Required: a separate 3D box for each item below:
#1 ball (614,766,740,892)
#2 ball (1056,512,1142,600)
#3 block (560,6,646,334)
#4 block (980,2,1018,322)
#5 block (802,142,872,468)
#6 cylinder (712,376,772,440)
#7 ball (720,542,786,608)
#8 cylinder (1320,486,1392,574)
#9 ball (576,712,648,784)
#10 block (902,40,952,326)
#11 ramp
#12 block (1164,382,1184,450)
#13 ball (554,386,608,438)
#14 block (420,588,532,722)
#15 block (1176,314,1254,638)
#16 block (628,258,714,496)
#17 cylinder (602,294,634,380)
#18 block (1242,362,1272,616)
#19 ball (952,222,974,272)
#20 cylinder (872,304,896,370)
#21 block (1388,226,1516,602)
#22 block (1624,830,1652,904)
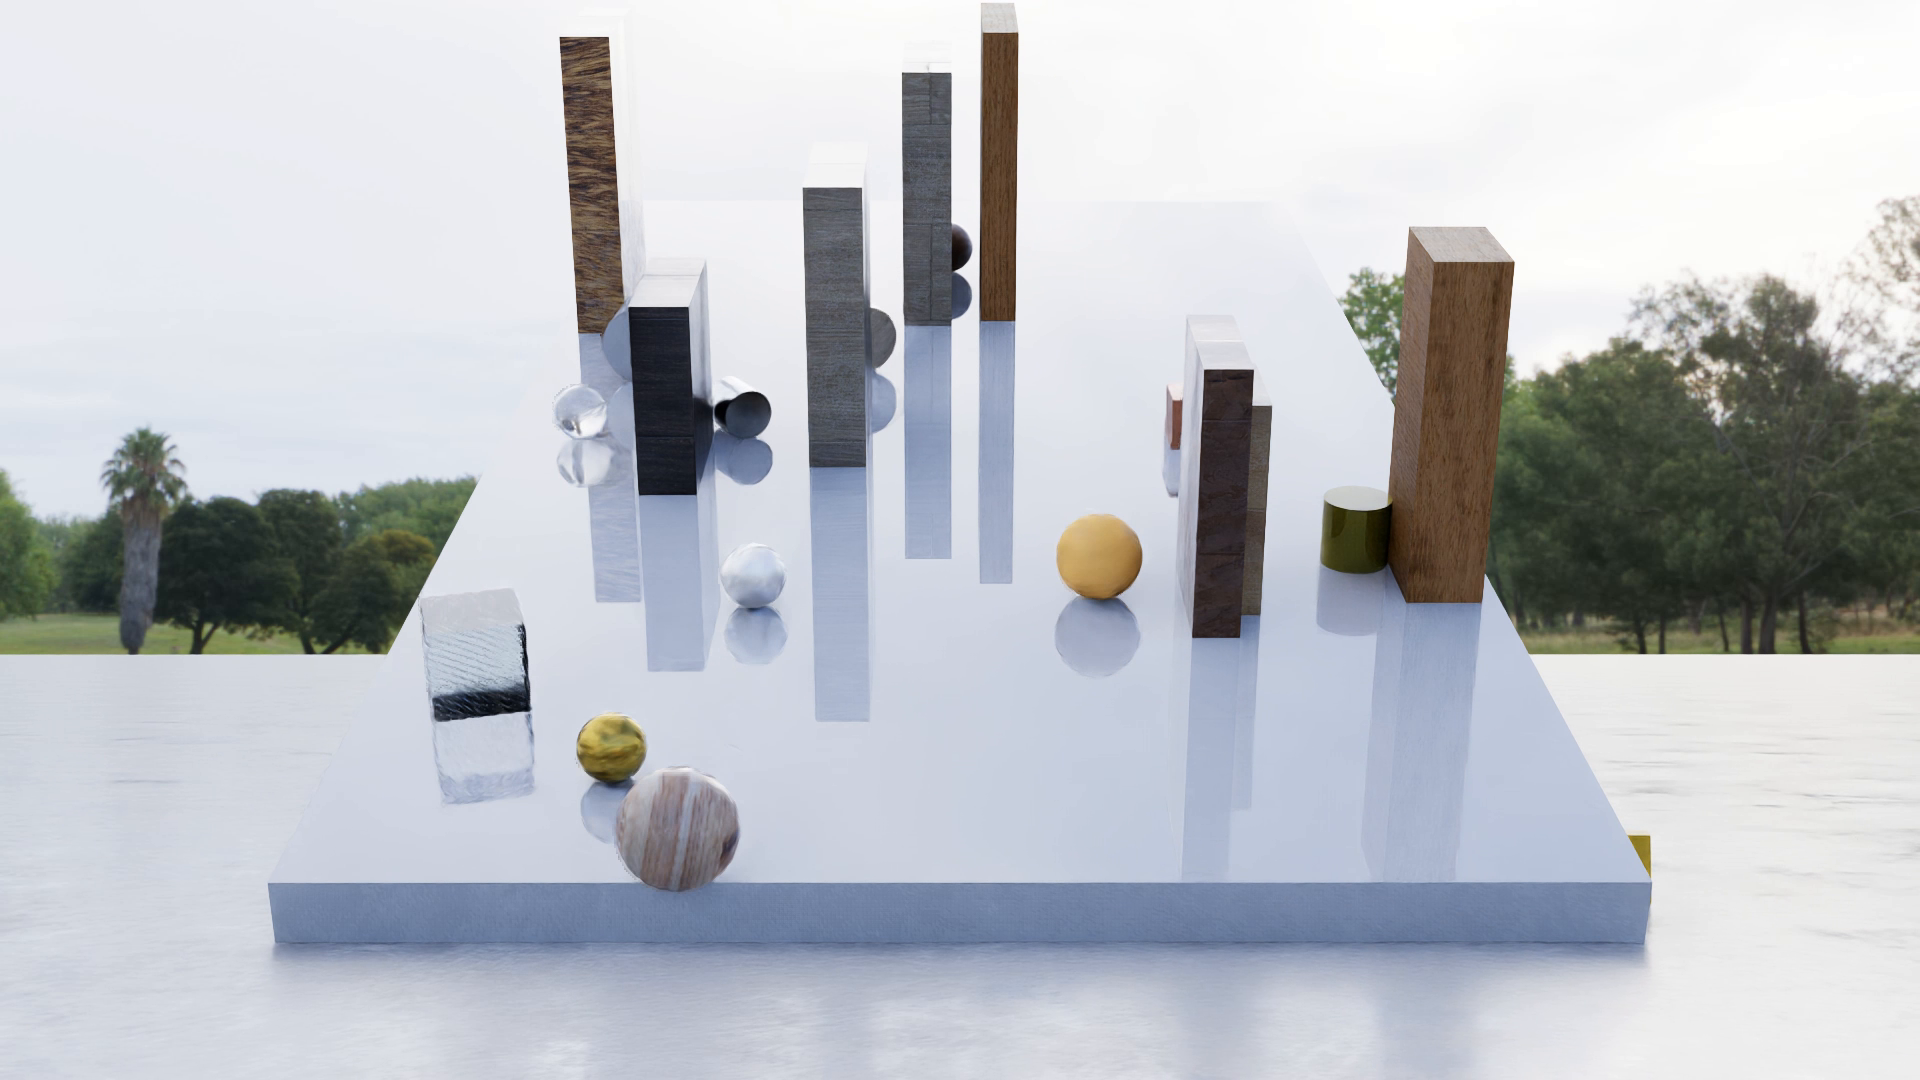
[{"bbox_3d":[-0.403,0.412,3.288,0.178,0.178,0.178,0,-3,0],"label":"ball"},{"bbox_3d":[0.256,0.030,4.241,0.160,0.160,0.160,0,-3,0],"label":"ball"},{"bbox_3d":[-0.897,-0.943,5.833,0.120,0.738,0.442,0,22,0],"label":"block"},{"bbox_3d":[0.098,-0.979,5.934,0.088,0.730,0.436,0,22,0],"label":"block"},{"bbox_3d":[-0.260,-0.513,4.969,0.122,0.606,0.412,0,22,0],"label":"block"},{"bbox_3d":[-0.489,-0.291,5.079,0.111,0.111,0.111,2,19,-32],"label":"cylinder"},{"bbox_3d":[-0.377,0.065,4.207,0.119,0.119,0.119,0,-3,0],"label":"ball"},{"bbox_3d":[0.757,-0.020,4.404,0.130,0.130,0.130,0,22,0],"label":"cylinder"},{"bbox_3d":[-0.543,0.323,3.592,0.111,0.111,0.111,0,-3,0],"label":"ball"},{"bbox_3d":[-0.082,-0.922,5.913,0.122,0.641,0.435,0,22,0],"label":"block"},{"bbox_3d":[-0.007,-0.223,5.192,2.000,0.100,4.000,0,22,0],"label":"ramp"},{"bbox_3d":[0.513,-0.272,5.034,0.113,0.113,0.113,-1,22,-2],"label":"block"},{"bbox_3d":[-0.831,-0.279,5.042,0.116,0.116,0.116,0,-3,0],"label":"ball"},{"bbox_3d":[-0.810,0.191,3.849,0.158,0.158,0.158,-6,23,-15],"label":"block"},{"bbox_3d":[0.456,-0.118,4.152,0.086,0.503,0.317,0,22,0],"label":"block"},{"bbox_3d":[-0.602,-0.349,4.835,0.121,0.403,0.366,0,22,0],"label":"block"},{"bbox_3d":[-0.739,-0.487,5.461,0.179,0.179,0.179,0,22,5],"label":"cylinder"},{"bbox_3d":[0.505,-0.096,4.227,0.084,0.404,0.243,0,22,0],"label":"block"},{"bbox_3d":[-0.032,-0.799,6.274,0.138,0.138,0.138,0,-3,0],"label":"ball"},{"bbox_3d":[-0.257,-0.502,5.523,0.162,0.162,0.162,1,20,-25],"label":"cylinder"},{"bbox_3d":[0.893,-0.229,4.232,0.141,0.648,0.240,0,22,0],"label":"block"},{"bbox_3d":[1.120,0.557,3.941,0.114,0.114,0.114,-1,-3,13],"label":"block"}]
